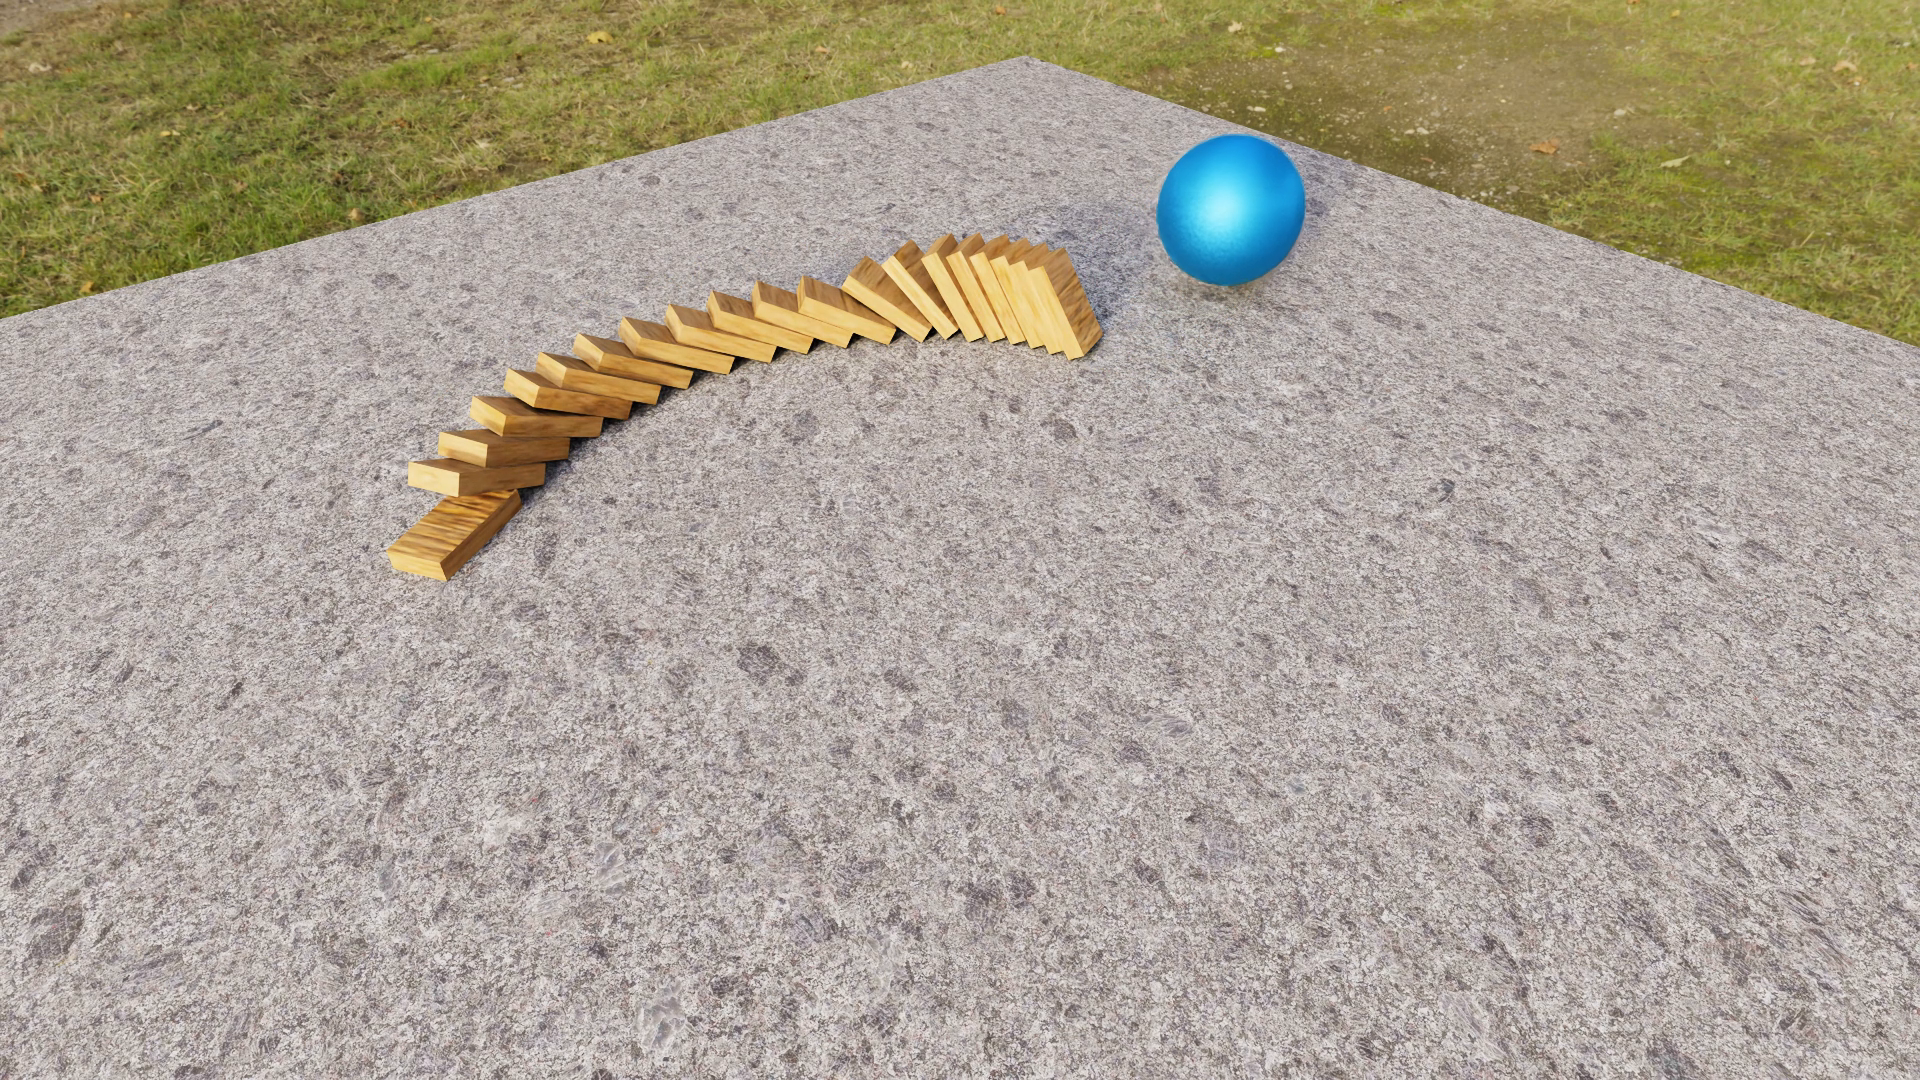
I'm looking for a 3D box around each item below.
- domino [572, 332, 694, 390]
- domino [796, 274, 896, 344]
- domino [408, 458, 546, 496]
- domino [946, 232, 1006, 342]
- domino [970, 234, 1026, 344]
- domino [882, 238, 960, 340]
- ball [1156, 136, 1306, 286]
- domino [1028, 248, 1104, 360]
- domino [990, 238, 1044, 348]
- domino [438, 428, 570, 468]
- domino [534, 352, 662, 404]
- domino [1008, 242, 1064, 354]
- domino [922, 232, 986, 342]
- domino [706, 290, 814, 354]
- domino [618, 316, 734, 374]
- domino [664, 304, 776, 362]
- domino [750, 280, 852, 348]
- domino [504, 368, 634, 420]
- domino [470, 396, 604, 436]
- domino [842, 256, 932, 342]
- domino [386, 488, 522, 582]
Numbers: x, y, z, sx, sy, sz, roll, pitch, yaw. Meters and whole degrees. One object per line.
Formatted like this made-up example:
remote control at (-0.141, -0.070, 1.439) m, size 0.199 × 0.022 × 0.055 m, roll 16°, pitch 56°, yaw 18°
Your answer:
domino at (-0.157, -0.086, 0.528) m, size 0.025 × 0.009 × 0.050 m, roll 35°, pitch 19°, yaw 35°
domino at (-0.059, -0.120, 0.573) m, size 0.050 × 0.010 × 0.025 m, roll 16°, pitch 34°, yaw -24°
domino at (-0.200, -0.028, 0.458) m, size 0.025 × 0.010 × 0.050 m, roll 12°, pitch 12°, yaw 17°
domino at (0.013, -0.132, 0.574) m, size 0.009 × 0.050 × 0.025 m, roll -12°, pitch 29°, yaw 35°
domino at (0.025, -0.130, 0.572) m, size 0.009 × 0.050 × 0.025 m, roll -9°, pitch 28°, yaw 40°
domino at (-0.017, -0.132, 0.578) m, size 0.050 × 0.009 × 0.025 m, roll 48°, pitch 38°, yaw -13°
ball at (0.150, -0.182, 0.610) m, size 0.080 × 0.080 × 0.080 m, roll 0°, pitch 39°, yaw 0°
domino at (0.054, -0.120, 0.560) m, size 0.009 × 0.050 × 0.025 m, roll -9°, pitch 28°, yaw 40°
domino at (0.036, -0.128, 0.569) m, size 0.009 × 0.050 × 0.025 m, roll -9°, pitch 28°, yaw 40°
domino at (-0.196, -0.041, 0.475) m, size 0.025 × 0.009 × 0.050 m, roll 15°, pitch 13°, yaw 18°
domino at (-0.169, -0.075, 0.514) m, size 0.025 × 0.009 × 0.050 m, roll 29°, pitch 15°, yaw 36°
domino at (0.045, -0.124, 0.564) m, size 0.009 × 0.050 × 0.025 m, roll -9°, pitch 28°, yaw 40°
domino at (0.000, -0.132, 0.574) m, size 0.009 × 0.050 × 0.025 m, roll -15°, pitch 30°, yaw 32°
domino at (-0.102, -0.111, 0.561) m, size 0.050 × 0.010 × 0.025 m, roll 12°, pitch 30°, yaw -31°
domino at (-0.140, -0.096, 0.542) m, size 0.050 × 0.010 × 0.025 m, roll 6°, pitch 29°, yaw -42°
domino at (-0.120, -0.104, 0.553) m, size 0.050 × 0.009 × 0.025 m, roll 7°, pitch 30°, yaw -37°
domino at (-0.082, -0.117, 0.568) m, size 0.050 × 0.010 × 0.025 m, roll 15°, pitch 31°, yaw -26°
domino at (-0.179, -0.067, 0.504) m, size 0.025 × 0.010 × 0.050 m, roll 28°, pitch 14°, yaw 32°
domino at (-0.189, -0.055, 0.493) m, size 0.025 × 0.010 × 0.050 m, roll 27°, pitch 19°, yaw 29°
domino at (-0.035, -0.127, 0.580) m, size 0.050 × 0.010 × 0.025 m, roll 33°, pitch 41°, yaw -7°
domino at (-0.205, -0.005, 0.449) m, size 0.025 × 0.009 × 0.050 m, roll 11°, pitch 41°, yaw 14°
